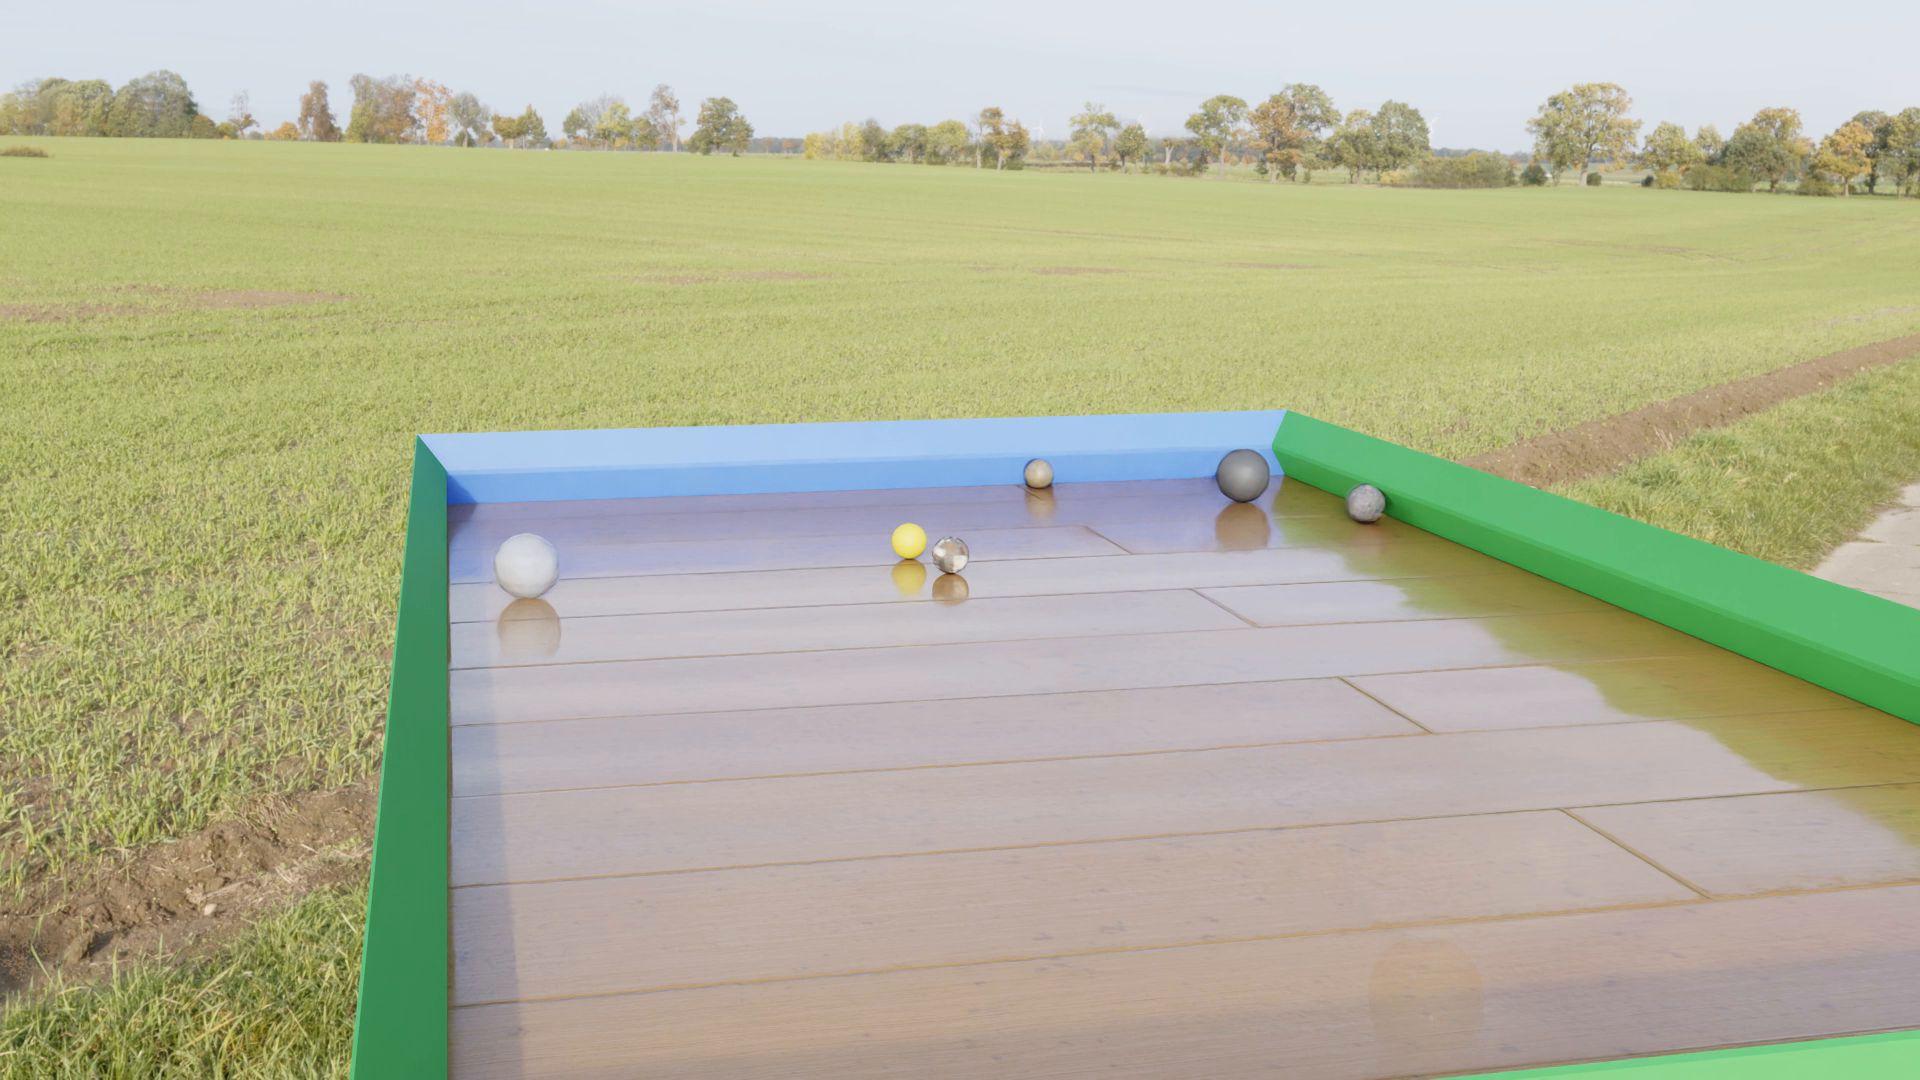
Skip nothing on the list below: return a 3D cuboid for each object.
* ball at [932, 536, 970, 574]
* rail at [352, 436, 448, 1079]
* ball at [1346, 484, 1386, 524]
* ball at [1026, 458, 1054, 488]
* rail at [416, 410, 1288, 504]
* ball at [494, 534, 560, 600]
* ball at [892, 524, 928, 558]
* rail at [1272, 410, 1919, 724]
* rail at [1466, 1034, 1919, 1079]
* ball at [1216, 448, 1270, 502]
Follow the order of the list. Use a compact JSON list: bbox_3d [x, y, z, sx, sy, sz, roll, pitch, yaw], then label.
[{"bbox_3d":[-0.013,0.020,2.997,0.051,0.051,0.051,0,10,0],"label":"ball"},{"bbox_3d":[-0.555,0.117,2.280,0.045,0.114,2.675,-2,10,-13],"label":"rail"},{"bbox_3d":[0.627,-0.056,3.396,0.060,0.060,0.060,0,10,0],"label":"ball"},{"bbox_3d":[0.136,-0.112,3.736,0.051,0.051,0.051,0,10,0],"label":"ball"},{"bbox_3d":[-0.144,-0.139,3.699,1.493,0.114,0.045,-2,10,-13],"label":"rail"},{"bbox_3d":[-0.557,0.034,2.829,0.084,0.084,0.084,0,10,0],"label":"ball"},{"bbox_3d":[-0.072,0.001,3.104,0.051,0.051,0.051,0,10,0],"label":"ball"},{"bbox_3d":[0.854,0.059,2.599,0.045,0.114,2.675,-2,10,-13],"label":"rail"},{"bbox_3d":[0.444,0.315,1.179,1.493,0.114,0.045,-2,10,-13],"label":"rail"},{"bbox_3d":[0.462,-0.105,3.591,0.088,0.088,0.088,0,10,0],"label":"ball"}]
